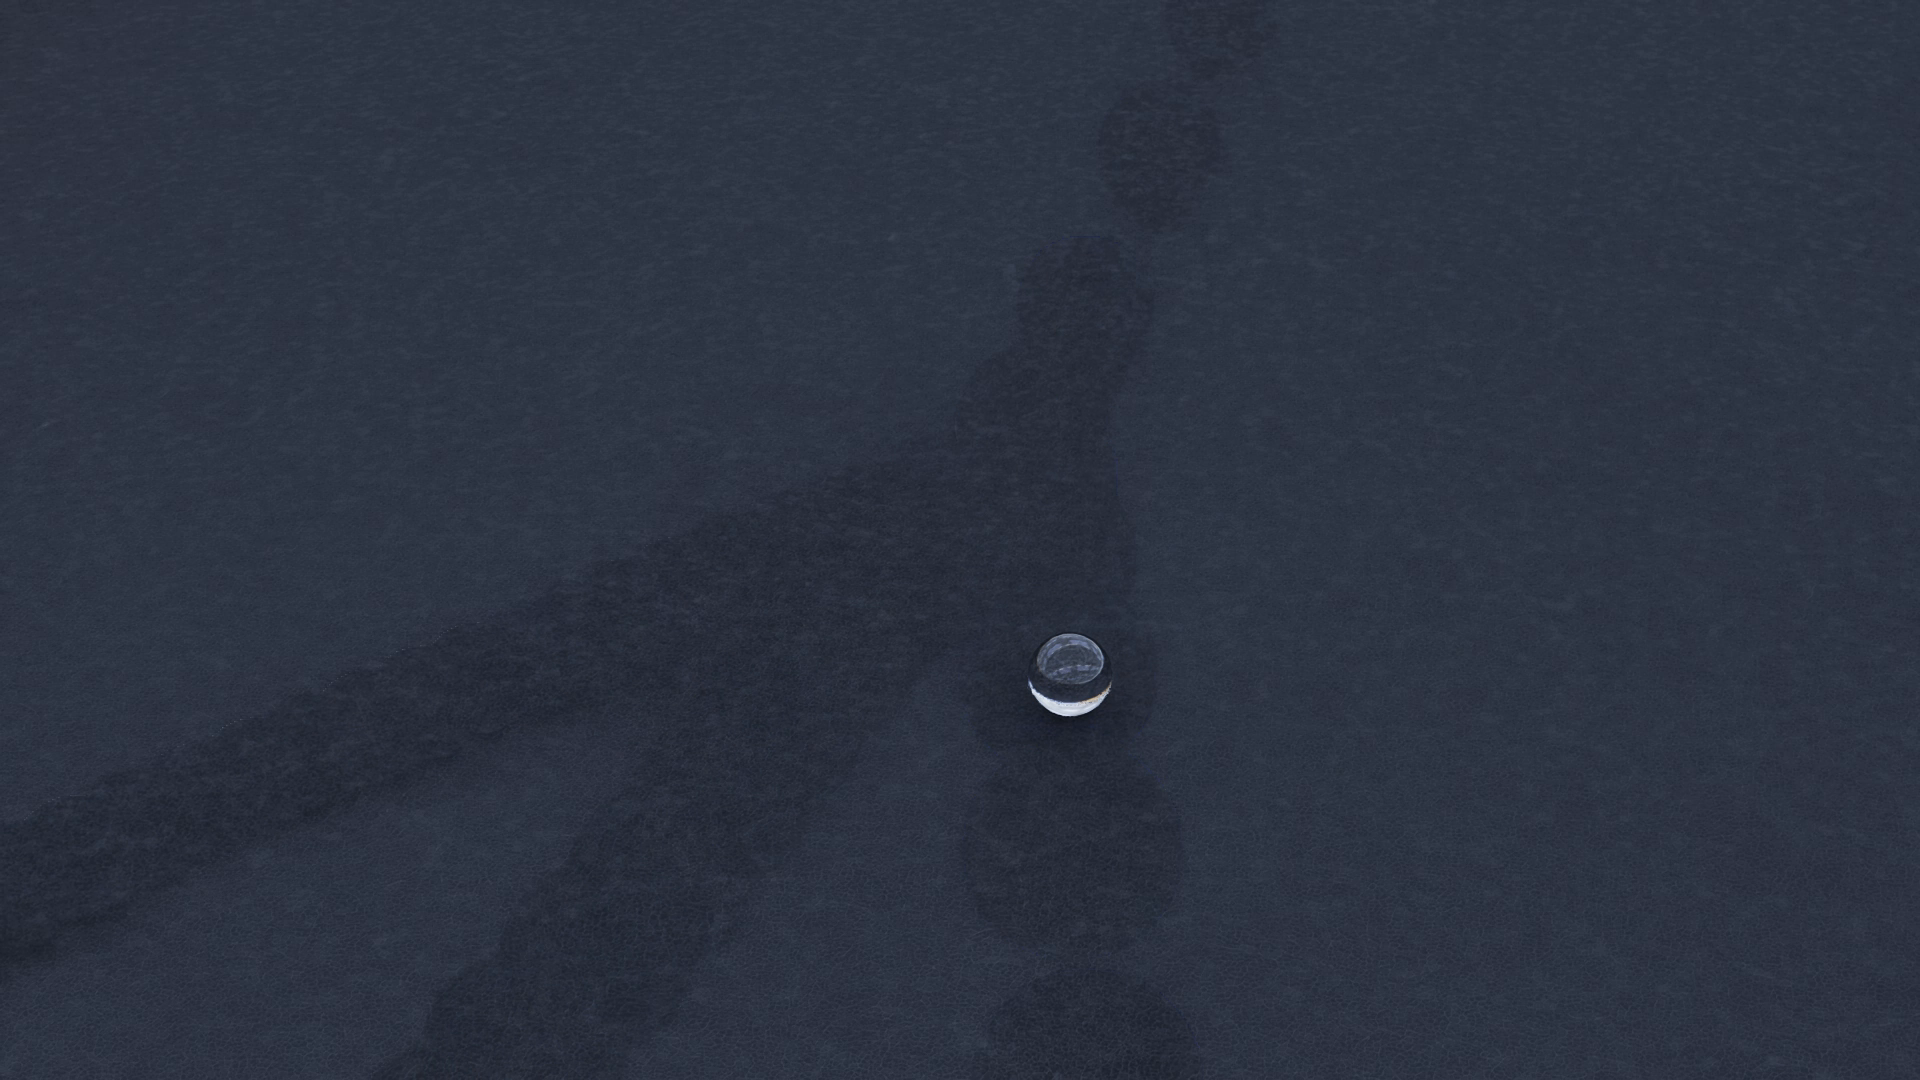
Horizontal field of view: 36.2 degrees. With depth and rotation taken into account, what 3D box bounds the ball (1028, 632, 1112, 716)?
[{"bbox_3d":[0.057,0.069,1.521,0.044,0.044,0.044,0,30,0],"label":"ball"}]
